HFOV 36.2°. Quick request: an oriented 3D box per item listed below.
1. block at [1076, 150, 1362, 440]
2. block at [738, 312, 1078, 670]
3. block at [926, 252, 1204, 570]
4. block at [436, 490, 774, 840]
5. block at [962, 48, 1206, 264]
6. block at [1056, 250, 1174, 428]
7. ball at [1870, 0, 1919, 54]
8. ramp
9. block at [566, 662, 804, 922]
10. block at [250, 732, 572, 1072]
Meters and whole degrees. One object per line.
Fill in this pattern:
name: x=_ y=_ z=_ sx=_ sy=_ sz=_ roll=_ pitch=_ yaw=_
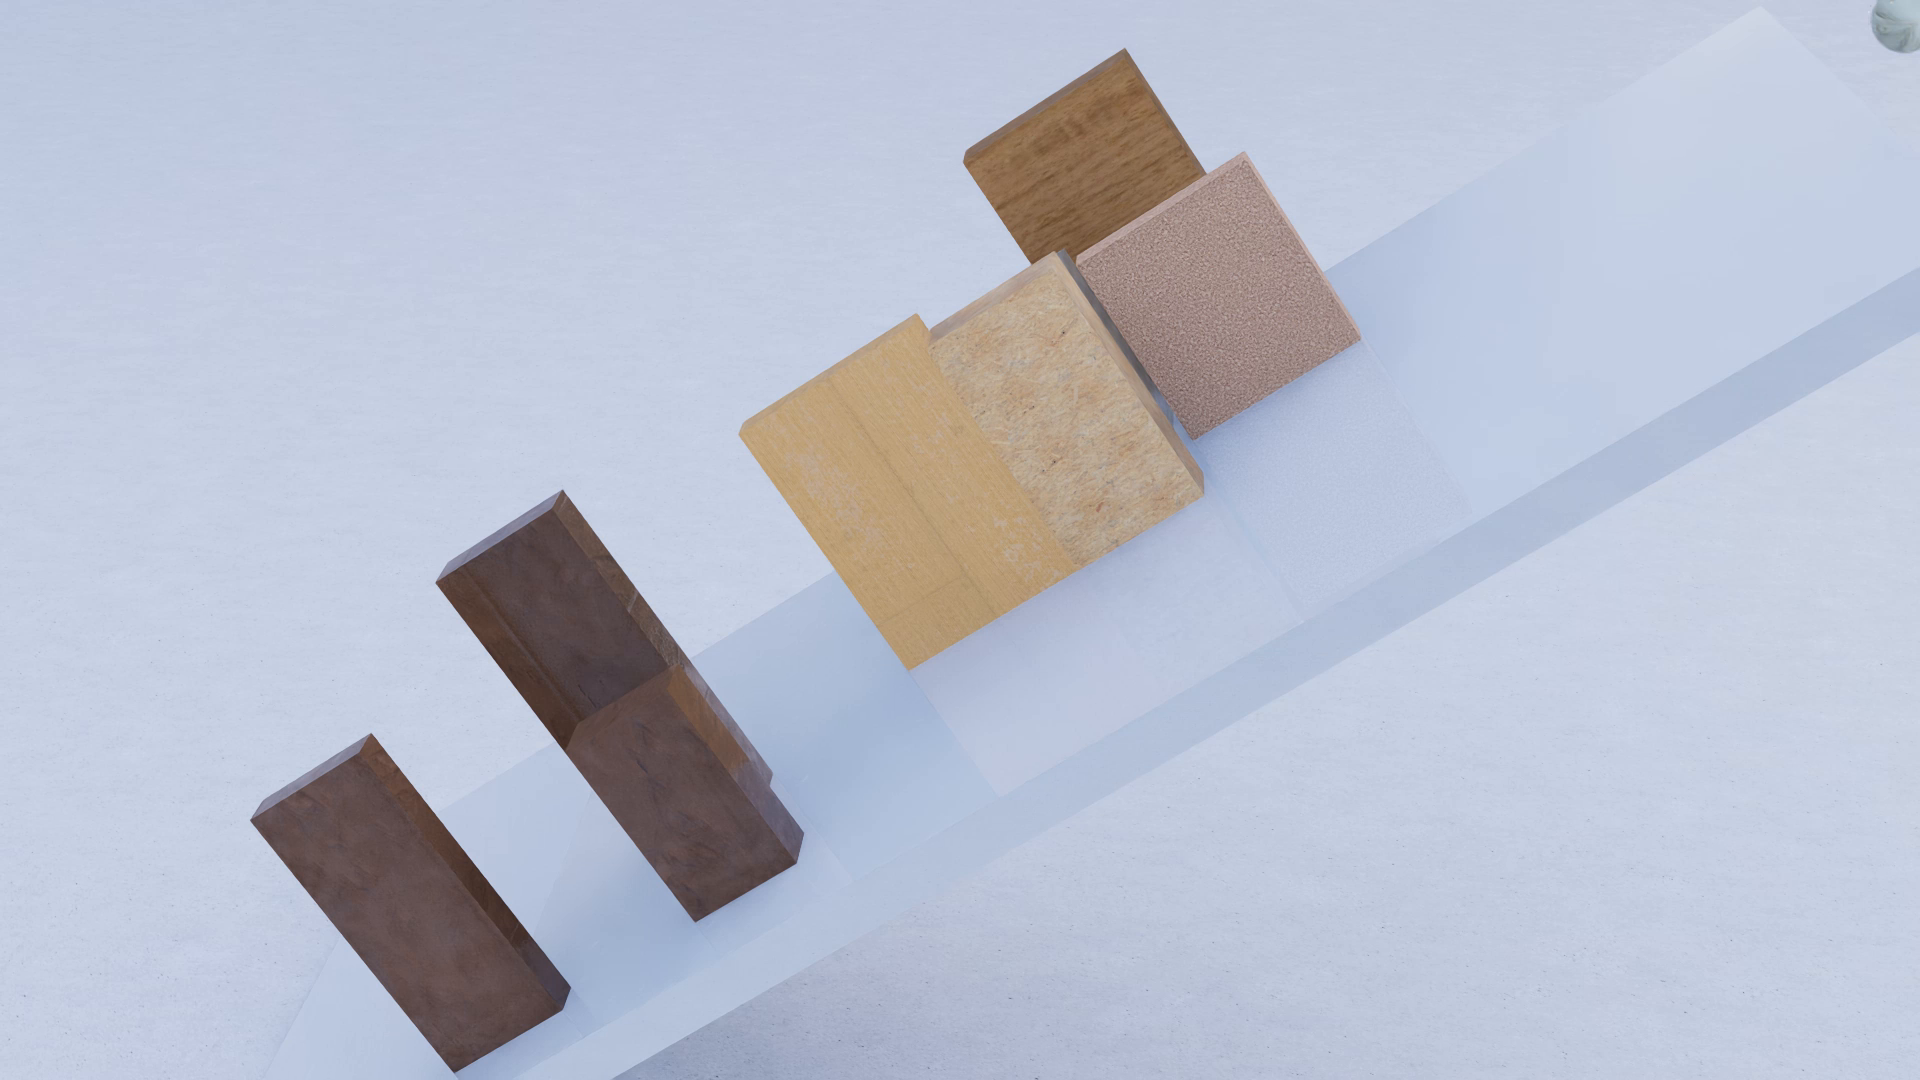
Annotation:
block: x=0.564 y=-0.529 z=6.415 sx=0.431 sy=0.474 sz=0.085 roll=-31 pitch=16 yaw=14
block: x=-0.100 y=-0.096 z=6.206 sx=0.444 sy=0.635 sz=0.084 roll=-31 pitch=16 yaw=14
block: x=0.223 y=-0.268 z=6.147 sx=0.311 sy=0.579 sz=0.143 roll=-31 pitch=16 yaw=14
block: x=-0.737 y=0.292 z=6.146 sx=0.300 sy=0.761 sz=0.119 roll=-31 pitch=16 yaw=14
block: x=0.393 y=-0.733 z=6.944 sx=0.447 sy=0.711 sz=0.127 roll=-31 pitch=16 yaw=14
block: x=0.196 y=-0.357 z=6.706 sx=0.394 sy=0.460 sz=0.129 roll=-31 pitch=16 yaw=14
ball: x=1.799 y=-0.991 z=5.591 sx=0.131 sy=0.131 sz=0.131 roll=0 pitch=21 yaw=0
ramp: x=0.138 y=0.171 z=6.298 sx=4.000 sy=0.100 sz=2.000 roll=-31 pitch=16 yaw=14
block: x=-0.533 y=0.493 z=5.729 sx=0.244 sy=0.432 sz=0.133 roll=-31 pitch=16 yaw=14
block: x=-1.073 y=0.717 z=5.771 sx=0.271 sy=0.657 sz=0.092 roll=-31 pitch=16 yaw=14
